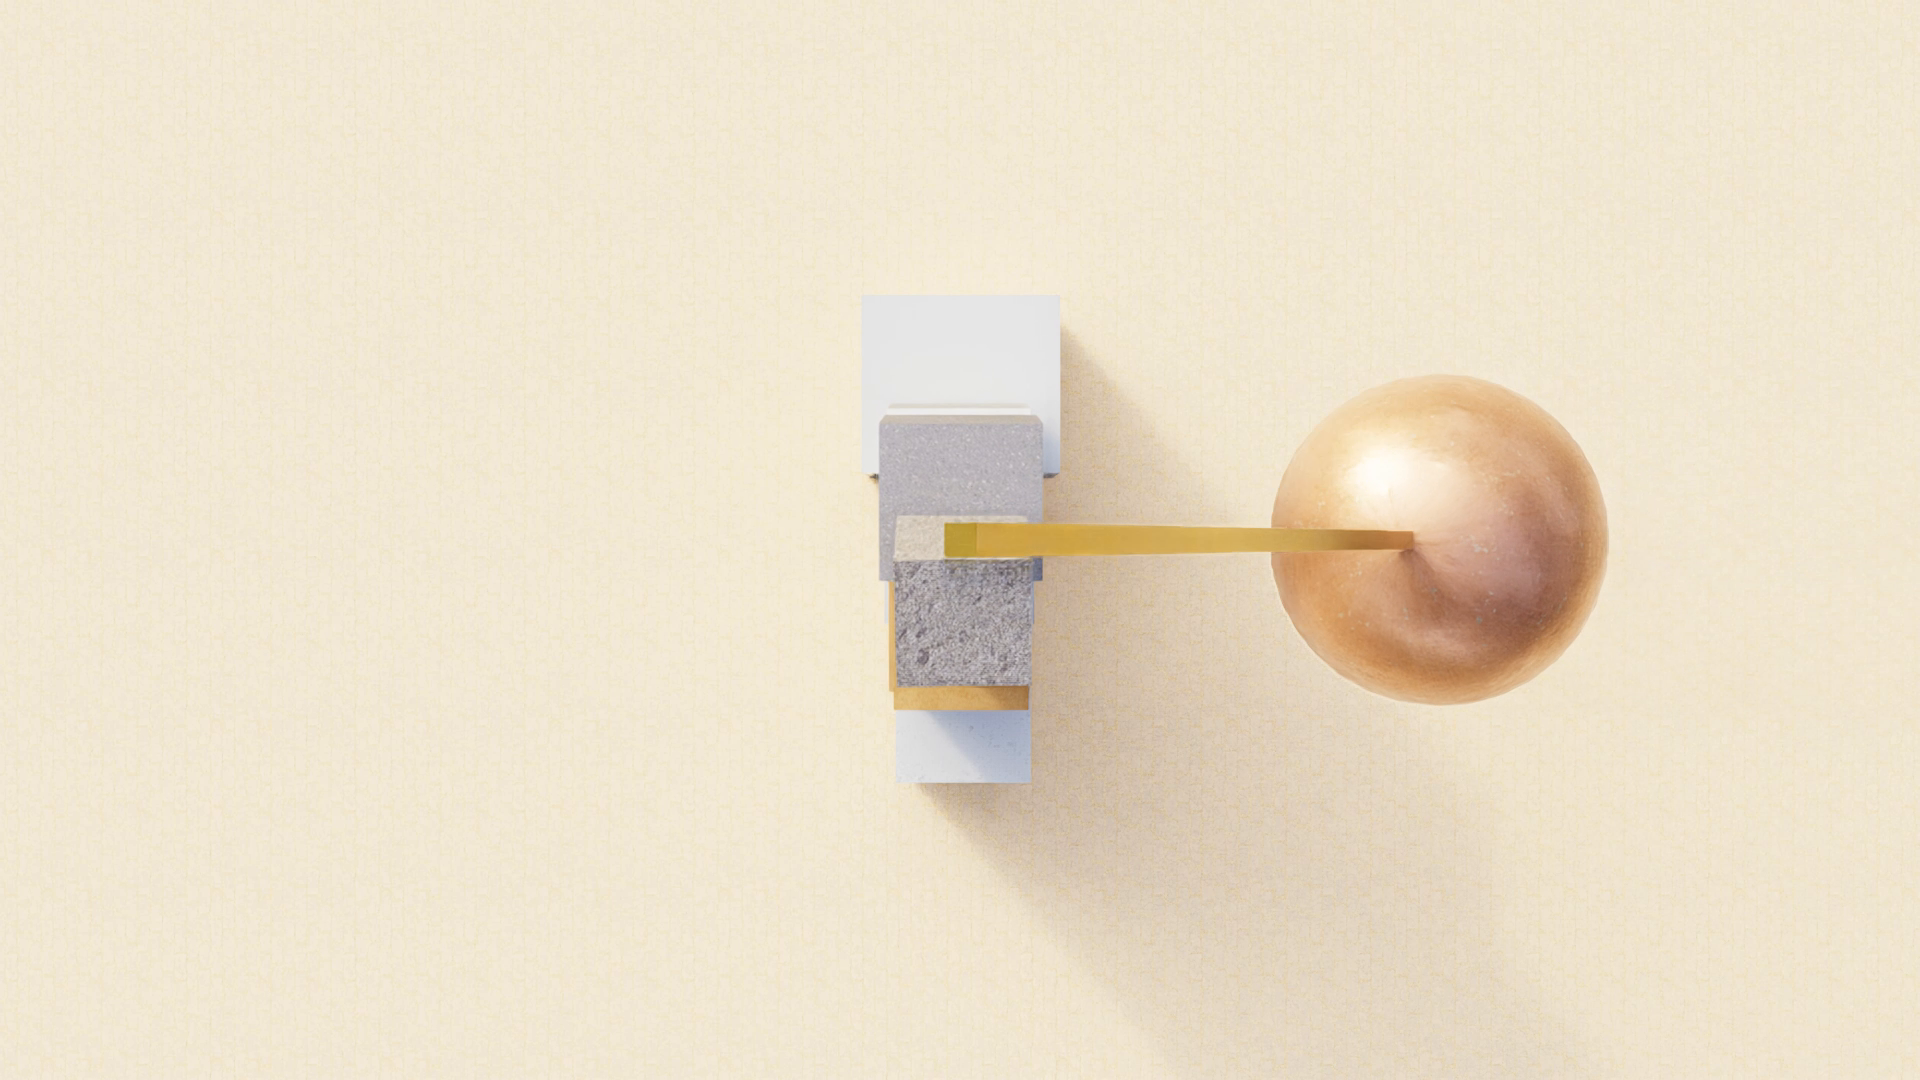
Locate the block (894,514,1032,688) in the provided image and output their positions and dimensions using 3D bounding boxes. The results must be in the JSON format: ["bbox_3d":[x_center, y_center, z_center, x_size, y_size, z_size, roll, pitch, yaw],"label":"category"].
[{"bbox_3d":[0.014,0.271,10.112,0.609,0.647,0.600,-1,108,0],"label":"block"}]

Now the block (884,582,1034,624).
[{"bbox_3d":[-0.005,0.052,12.560,0.824,0.880,0.817,0,90,0],"label":"block"}]

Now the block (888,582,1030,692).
[{"bbox_3d":[-0.005,0.401,11.786,0.734,0.654,0.743,0,94,0],"label":"block"}]

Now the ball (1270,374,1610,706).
[{"bbox_3d":[2.295,0.000,10.584,1.600,1.600,1.600,0,90,0],"label":"ball"}]

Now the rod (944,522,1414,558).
[{"bbox_3d":[0.994,0.000,7.442,0.080,5.200,0.080,0,90,22],"label":"rod"}]

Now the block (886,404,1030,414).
[{"bbox_3d":[-0.008,-0.341,11.658,0.736,0.736,0.739,0,96,0],"label":"block"}]

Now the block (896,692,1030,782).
[{"bbox_3d":[0.018,0.906,12.569,0.746,0.863,0.869,0,90,0],"label":"block"}]

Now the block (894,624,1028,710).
[{"bbox_3d":[0.006,0.476,11.110,0.663,0.704,0.671,0,94,0],"label":"block"}]

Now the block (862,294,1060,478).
[{"bbox_3d":[0.004,-0.853,12.512,1.087,0.975,0.974,0,90,0],"label":"block"}]

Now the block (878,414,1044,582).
[{"bbox_3d":[0.005,-0.222,10.843,0.777,0.909,0.748,0,96,0],"label":"block"}]
